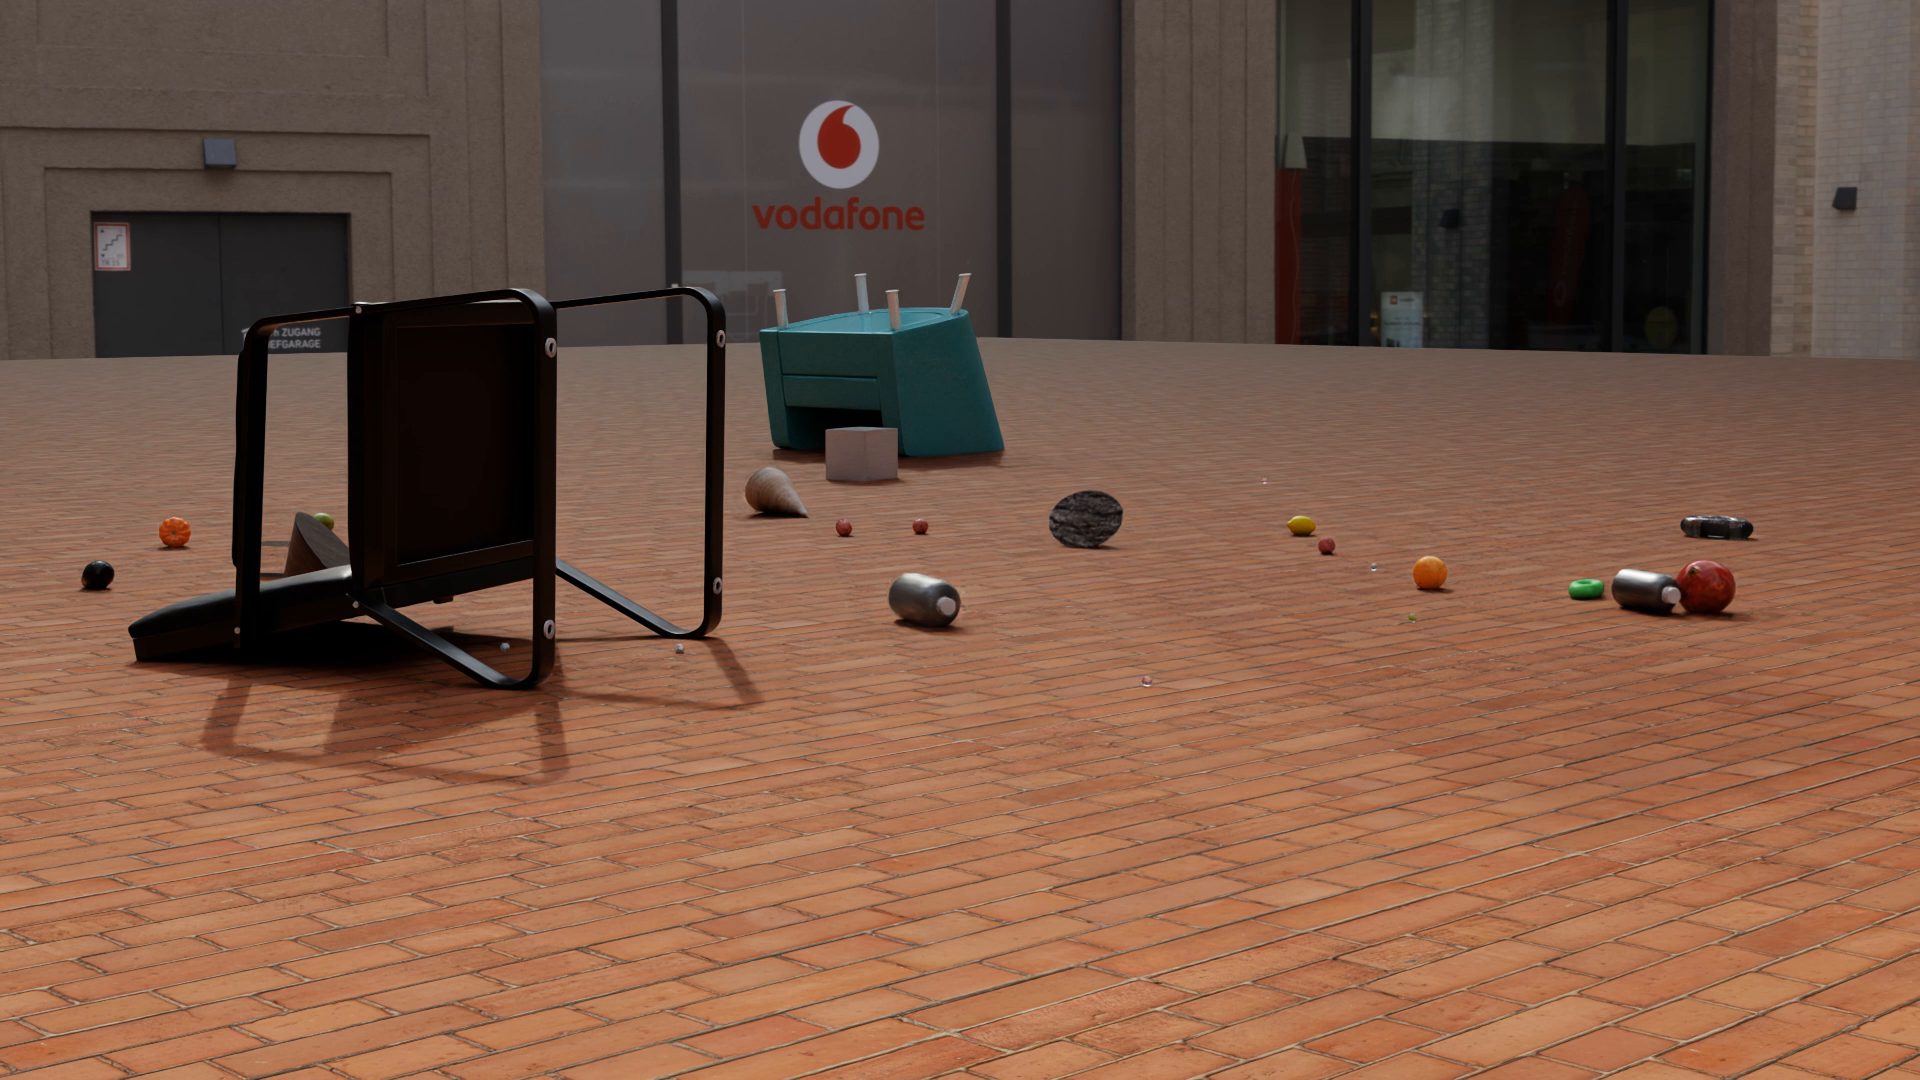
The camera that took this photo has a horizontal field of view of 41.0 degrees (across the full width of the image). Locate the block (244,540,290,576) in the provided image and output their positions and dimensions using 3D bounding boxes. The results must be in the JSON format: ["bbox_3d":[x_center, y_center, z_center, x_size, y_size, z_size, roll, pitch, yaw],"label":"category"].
[{"bbox_3d":[-1.510,0.041,5.683,0.111,0.067,0.110,1,6,12],"label":"block"}]

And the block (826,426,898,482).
[{"bbox_3d":[-0.319,-0.281,8.345,0.157,0.162,0.184,4,7,33],"label":"block"}]

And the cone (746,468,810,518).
[{"bbox_3d":[-0.471,-0.099,7.059,0.201,0.130,0.161,32,4,43],"label":"cone"}]

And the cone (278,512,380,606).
[{"bbox_3d":[-1.304,0.084,5.131,0.156,0.226,0.291,-38,-19,1],"label":"cone"}]

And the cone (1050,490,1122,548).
[{"bbox_3d":[0.319,-0.022,6.308,0.185,0.178,0.097,10,-33,23],"label":"cone"}]

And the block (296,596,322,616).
[{"bbox_3d":[-1.277,0.128,5.033,0.045,0.027,0.076,-1,6,-12],"label":"block"}]

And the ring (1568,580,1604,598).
[{"bbox_3d":[1.290,0.101,5.281,0.066,0.031,0.126,5,8,30],"label":"ring"}]

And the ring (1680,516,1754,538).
[{"bbox_3d":[1.913,-0.032,6.486,0.184,0.050,0.110,5,9,33],"label":"ring"}]
